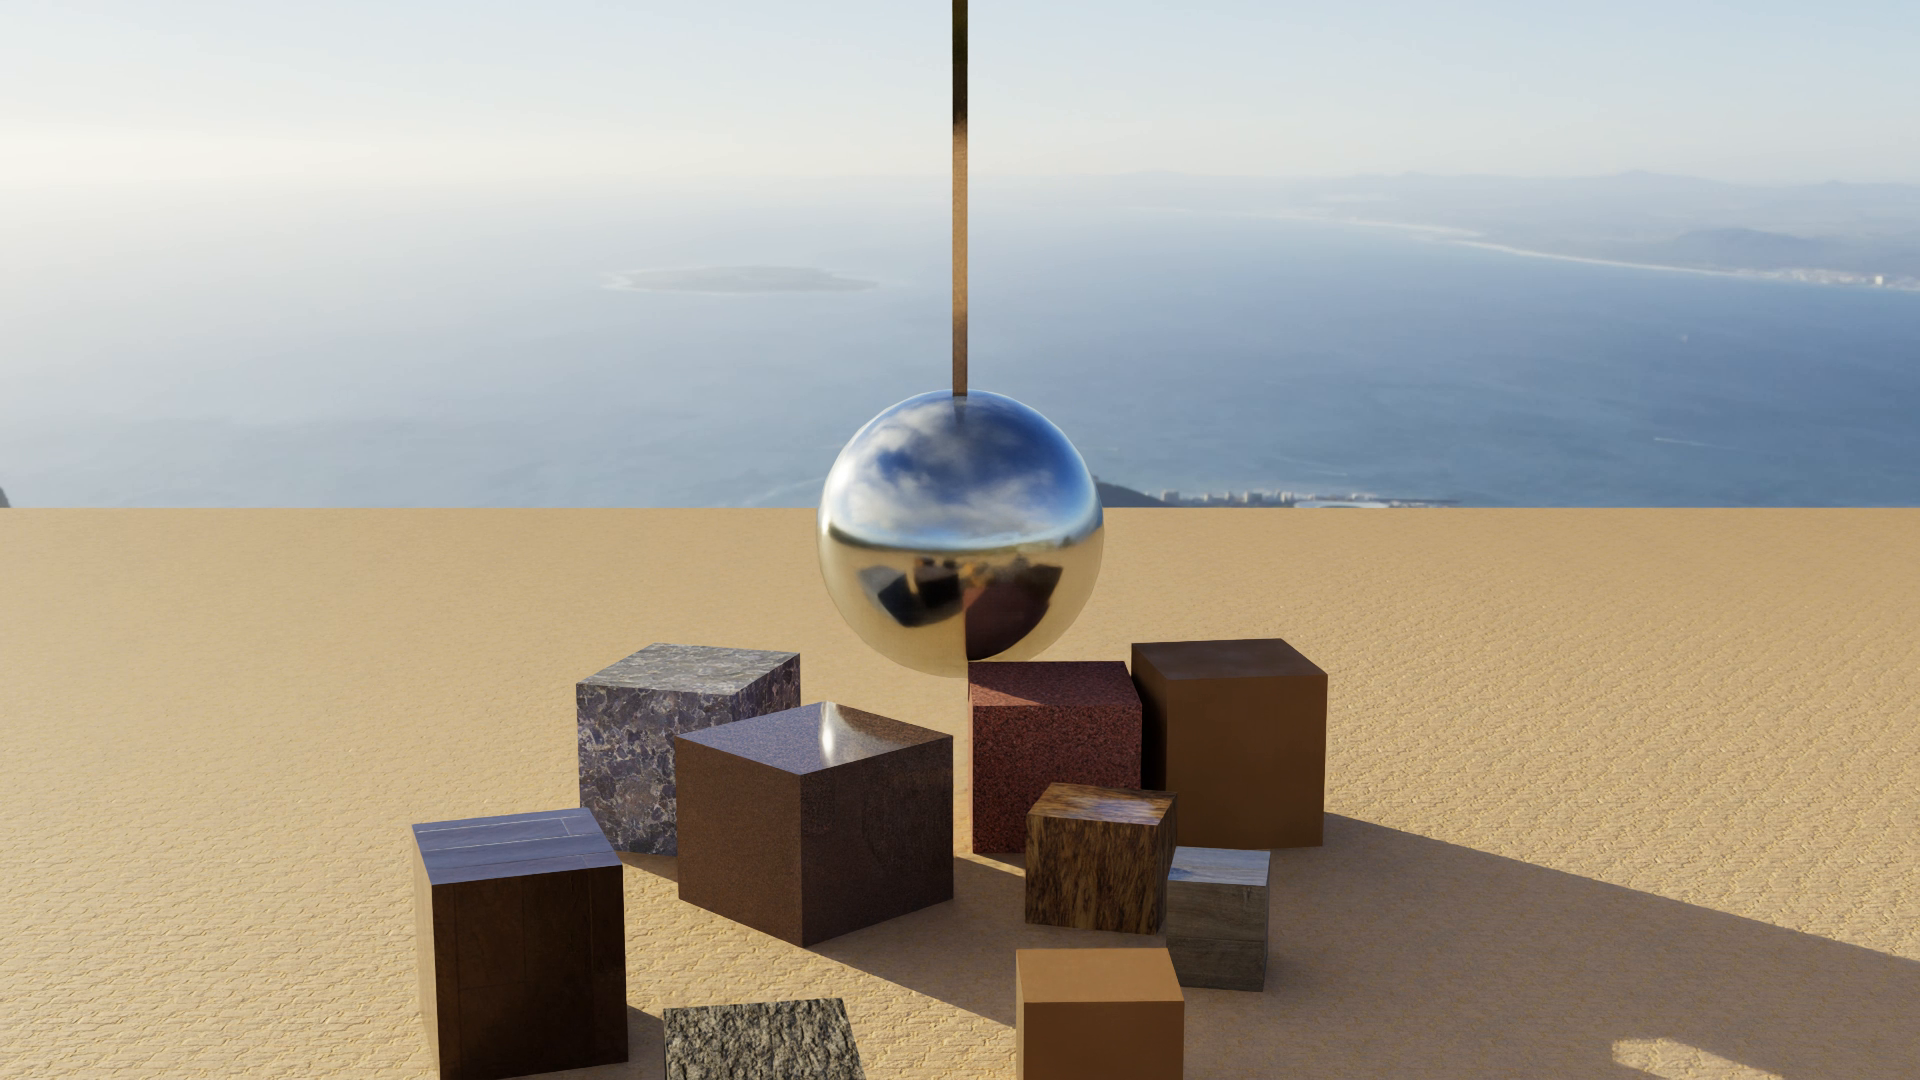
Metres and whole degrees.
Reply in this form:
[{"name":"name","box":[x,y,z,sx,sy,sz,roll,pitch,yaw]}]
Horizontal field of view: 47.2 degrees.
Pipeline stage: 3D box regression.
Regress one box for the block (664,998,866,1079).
[{"name":"block","box":[-0.655,1.938,7.280,0.614,0.582,0.684,-2,10,-9]}]

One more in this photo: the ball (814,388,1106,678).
[{"name":"ball","box":[0.000,-0.038,12.156,1.600,1.600,1.600,0,10,0]}]

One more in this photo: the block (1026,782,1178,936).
[{"name":"block","box":[0.656,1.457,10.117,0.600,0.512,0.527,3,11,15]}]

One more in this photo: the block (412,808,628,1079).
[{"name":"block","box":[-1.743,1.578,8.664,0.711,0.795,0.777,-4,11,-19]}]

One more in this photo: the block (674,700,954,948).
[{"name":"block","box":[-0.676,1.293,10.242,0.926,0.790,0.897,-10,14,-43]}]

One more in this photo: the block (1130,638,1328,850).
[{"name":"block","box":[1.366,1.043,11.338,0.815,0.891,0.816,-1,10,-8]}]

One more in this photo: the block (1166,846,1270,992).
[{"name":"block","box":[1.106,1.613,9.396,0.407,0.464,0.456,2,10,10]}]

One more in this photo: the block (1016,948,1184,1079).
[{"name":"block","box":[0.505,1.834,8.102,0.572,0.493,0.520,0,10,-1]}]

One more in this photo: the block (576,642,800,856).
[{"name":"block","box":[-1.373,1.069,11.315,0.832,0.848,0.939,3,11,16]}]

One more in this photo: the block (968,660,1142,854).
[{"name":"block","box":[0.471,1.105,11.368,0.836,0.759,0.932,0,10,-1]}]

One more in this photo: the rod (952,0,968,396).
[{"name":"rod","box":[0.000,-3.241,11.017,0.080,5.200,0.080,0,20,0]}]
